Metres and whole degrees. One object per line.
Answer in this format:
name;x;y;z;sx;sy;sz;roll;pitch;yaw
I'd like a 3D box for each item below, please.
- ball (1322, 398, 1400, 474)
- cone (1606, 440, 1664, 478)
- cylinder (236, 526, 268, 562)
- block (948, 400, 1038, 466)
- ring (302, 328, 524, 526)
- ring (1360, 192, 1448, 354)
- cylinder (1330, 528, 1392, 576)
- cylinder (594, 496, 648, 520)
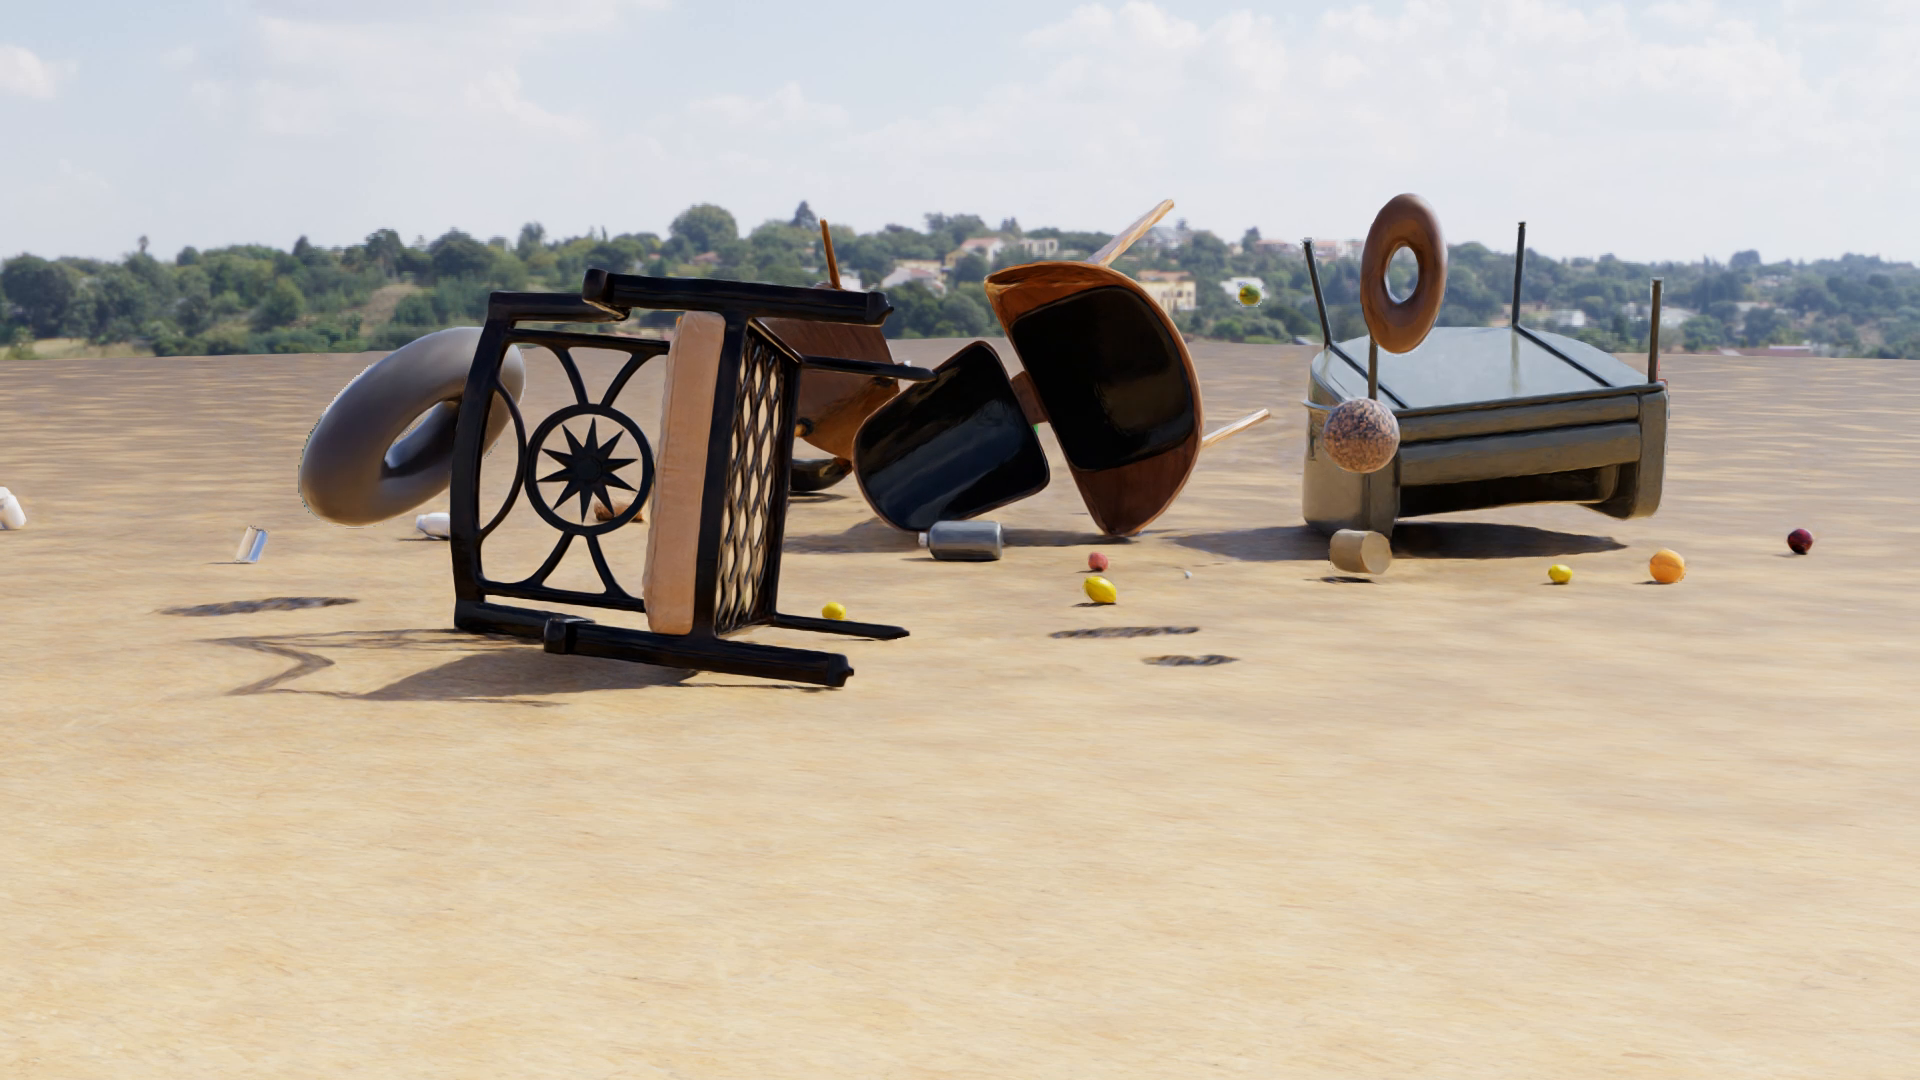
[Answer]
ball;0.704;-0.183;4.503;0.134;0.134;0.134;0;6;0
cone;1.708;-0.209;6.513;0.101;0.095;0.157;-5;2;-44
cylinder;-1.628;0.011;5.904;0.058;0.073;0.034;12;-16;28
block;0.115;-0.378;9.031;0.268;0.215;0.210;-2;6;-14
ring;-1.113;-0.233;5.224;0.535;0.291;0.178;-42;49;-16
ring;0.852;-0.512;4.925;0.166;0.311;0.094;5;5;8
cylinder;0.871;0.026;5.581;0.083;0.096;0.107;-33;21;-22
cylinder;-0.911;-0.085;6.912;0.125;0.065;0.106;1;-3;6
